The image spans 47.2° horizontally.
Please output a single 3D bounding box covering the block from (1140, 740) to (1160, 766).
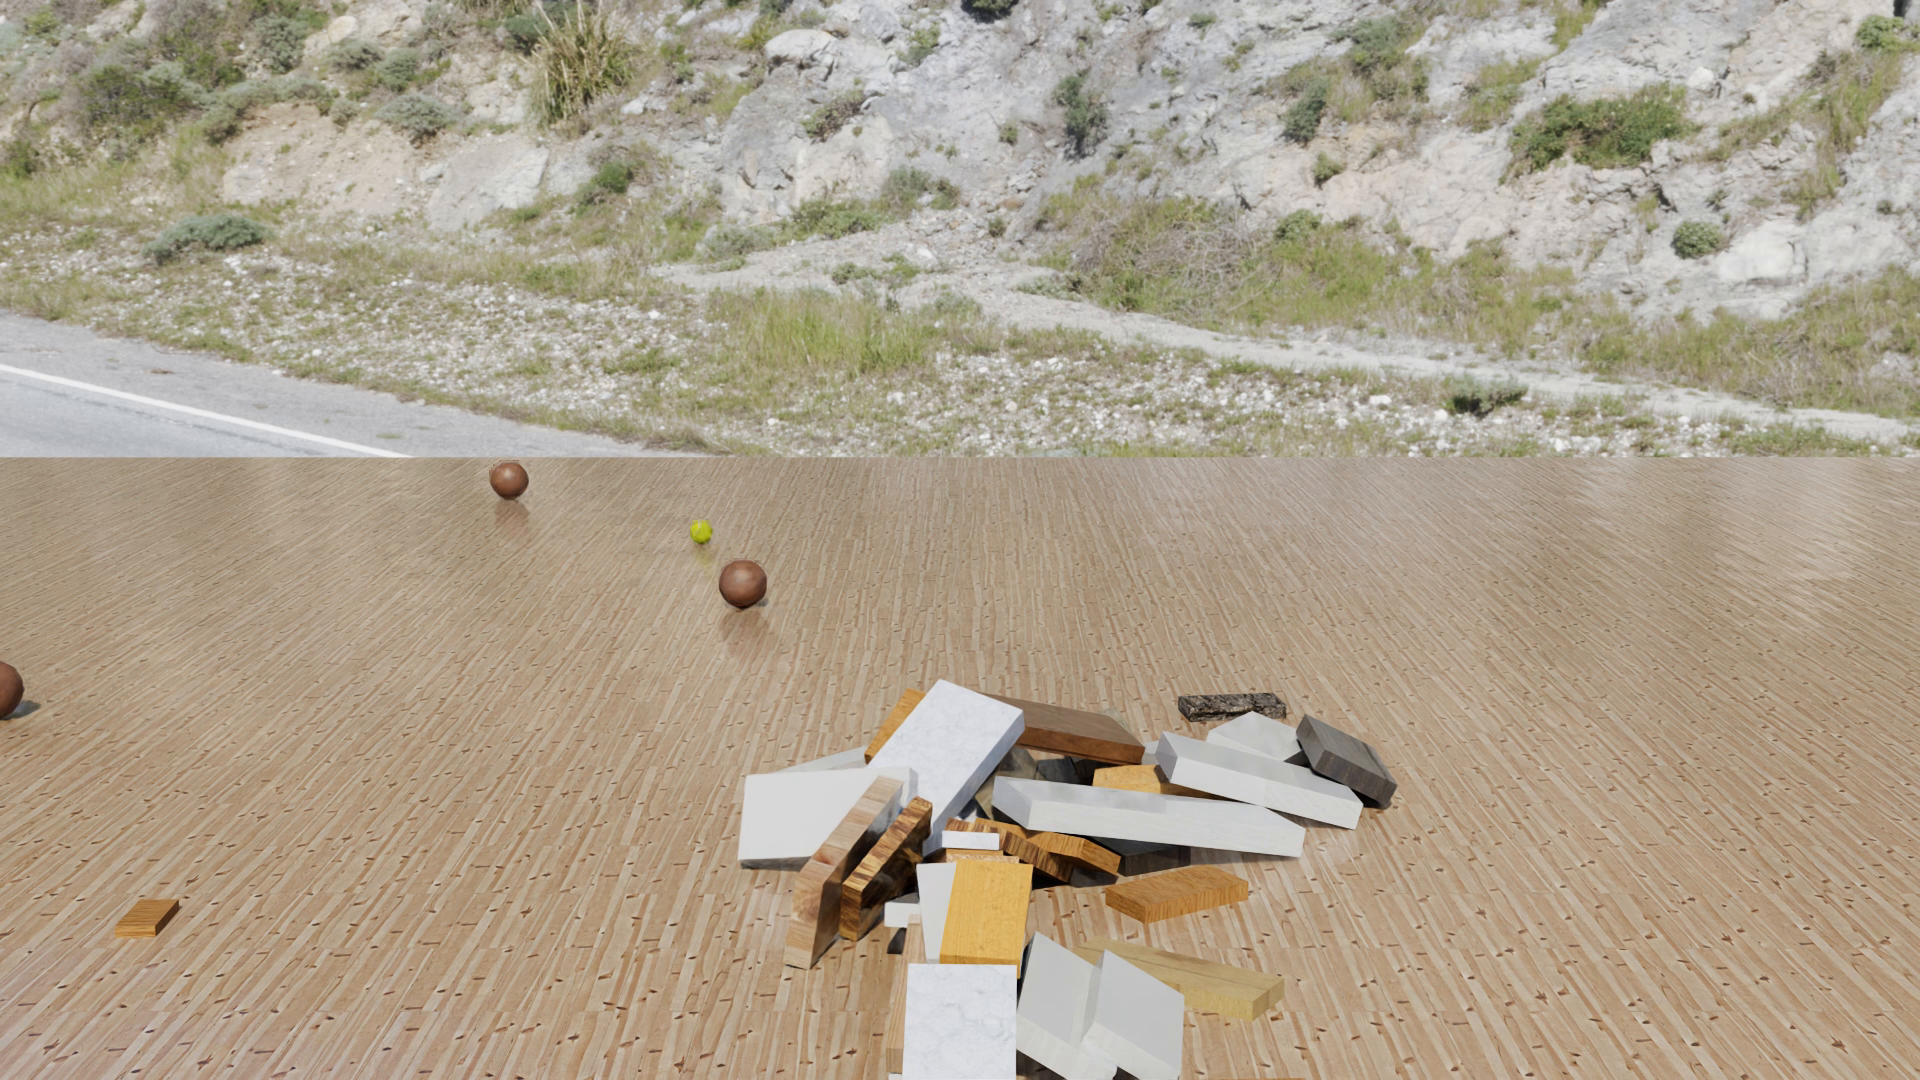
[{"bbox_3d":[0.414,0.429,4.359,0.109,0.031,0.218,-6,3,-30],"label":"block"}]

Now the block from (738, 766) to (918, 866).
[{"bbox_3d":[-0.226,0.474,3.767,0.304,0.152,0.043,-5,-26,19],"label":"block"}]

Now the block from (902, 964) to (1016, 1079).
[{"bbox_3d":[0.000,0.663,2.773,0.141,0.040,0.283,1,42,2],"label":"block"}]

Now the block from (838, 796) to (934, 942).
[{"bbox_3d":[-0.117,0.522,3.500,0.033,0.115,0.230,22,40,19],"label":"block"}]

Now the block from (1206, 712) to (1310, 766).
[{"bbox_3d":[0.599,0.405,4.338,0.153,0.043,0.306,22,11,20],"label":"block"}]

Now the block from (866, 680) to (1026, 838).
[{"bbox_3d":[-0.054,0.404,3.877,0.177,0.050,0.355,19,48,28],"label":"block"}]

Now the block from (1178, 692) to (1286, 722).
[{"bbox_3d":[0.593,0.365,4.799,0.214,0.030,0.107,-2,11,-8],"label":"block"}]

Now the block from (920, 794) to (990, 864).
[{"bbox_3d":[-0.014,0.488,3.943,0.140,0.040,0.281,-1,23,-2],"label":"block"}]

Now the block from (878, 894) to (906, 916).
[{"bbox_3d":[-0.147,0.591,3.612,0.130,0.018,0.065,6,12,30],"label":"block"}]

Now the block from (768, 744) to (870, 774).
[{"bbox_3d":[-0.208,0.440,4.429,0.063,0.018,0.470,10,14,42],"label":"block"}]

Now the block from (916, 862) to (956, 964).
[{"bbox_3d":[-0.001,0.521,3.037,0.107,0.030,0.213,-2,28,-4],"label":"block"}]

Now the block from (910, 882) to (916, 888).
[{"bbox_3d":[-0.124,0.559,3.706,0.064,0.018,0.128,-23,25,-23],"label":"block"}]

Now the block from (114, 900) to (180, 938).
[{"bbox_3d":[-1.304,0.607,3.530,0.063,0.018,0.125,-1,11,-3],"label":"block"}]

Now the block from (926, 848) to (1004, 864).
[{"bbox_3d":[0.006,0.508,3.465,0.089,0.025,0.178,4,-14,-10],"label":"block"}]

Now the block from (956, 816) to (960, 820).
[{"bbox_3d":[-0.008,0.525,3.791,0.064,0.018,0.128,-18,42,-22],"label":"block"}]

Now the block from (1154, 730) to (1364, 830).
[{"bbox_3d":[0.549,0.443,4.064,0.355,0.050,0.177,15,9,-7],"label":"block"}]

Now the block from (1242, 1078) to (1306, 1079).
[{"bbox_3d":[0.320,0.732,2.799,0.265,0.037,0.132,0,11,-2],"label":"block"}]

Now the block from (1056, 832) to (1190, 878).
[{"bbox_3d":[0.280,0.530,3.891,0.132,0.037,0.264,-5,12,-27],"label":"block"}]

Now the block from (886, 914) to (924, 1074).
[{"bbox_3d":[-0.013,0.607,2.947,0.141,0.040,0.283,3,28,4],"label":"block"}]

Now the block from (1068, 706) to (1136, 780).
[{"bbox_3d":[0.279,0.407,4.438,0.132,0.037,0.264,-20,12,-1],"label":"block"}]

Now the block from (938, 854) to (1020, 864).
[{"bbox_3d":[0.017,0.517,3.384,0.107,0.030,0.356,3,-14,-5],"label":"block"}]

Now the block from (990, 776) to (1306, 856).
[{"bbox_3d":[0.327,0.480,3.819,0.518,0.050,0.177,9,4,-20],"label":"block"}]

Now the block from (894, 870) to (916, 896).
[{"bbox_3d":[-0.144,0.561,3.645,0.130,0.018,0.065,4,19,26],"label":"block"}]

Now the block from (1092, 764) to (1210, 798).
[{"bbox_3d":[0.363,0.457,4.154,0.218,0.031,0.109,-3,13,7],"label":"block"}]

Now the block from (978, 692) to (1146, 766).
[{"bbox_3d":[0.187,0.364,4.212,0.306,0.043,0.153,12,14,-28],"label":"block"}]

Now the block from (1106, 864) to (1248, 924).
[{"bbox_3d":[0.358,0.582,3.626,0.214,0.030,0.107,-7,12,-32],"label":"block"}]

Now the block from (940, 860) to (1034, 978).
[{"bbox_3d":[0.038,0.512,2.989,0.107,0.030,0.213,4,28,5],"label":"block"}]

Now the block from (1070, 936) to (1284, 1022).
[{"bbox_3d":[0.314,0.649,3.267,0.317,0.030,0.107,7,12,32],"label":"block"}]

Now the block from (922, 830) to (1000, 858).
[{"bbox_3d":[0.000,0.482,3.465,0.089,0.025,0.178,4,-14,-10],"label":"block"}]

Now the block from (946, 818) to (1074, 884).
[{"bbox_3d":[0.083,0.518,3.657,0.115,0.033,0.239,7,-17,34],"label":"block"}]

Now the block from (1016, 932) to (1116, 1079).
[{"bbox_3d":[0.146,0.650,3.035,0.152,0.043,0.304,31,12,0],"label":"block"}]

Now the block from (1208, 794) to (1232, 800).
[{"bbox_3d":[0.494,0.469,4.235,0.218,0.031,0.109,-5,11,-24],"label":"block"}]

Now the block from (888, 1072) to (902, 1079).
[{"bbox_3d":[-0.026,0.686,2.884,0.124,0.035,0.247,1,25,4],"label":"block"}]

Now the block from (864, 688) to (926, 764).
[{"bbox_3d":[-0.094,0.348,4.003,0.088,0.025,0.176,14,46,22],"label":"block"}]

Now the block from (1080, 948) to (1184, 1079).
[{"bbox_3d":[0.240,0.659,3.028,0.132,0.037,0.265,31,12,1],"label":"block"}]

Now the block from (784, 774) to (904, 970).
[{"bbox_3d":[-0.181,0.520,3.484,0.043,0.152,0.383,15,21,13],"label":"block"}]

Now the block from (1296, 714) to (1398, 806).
[{"bbox_3d":[0.744,0.421,4.251,0.153,0.043,0.306,26,8,-2],"label":"block"}]

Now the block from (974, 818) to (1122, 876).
[{"bbox_3d":[0.145,0.518,3.723,0.230,0.033,0.115,5,-18,40],"label":"block"}]

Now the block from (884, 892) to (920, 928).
[{"bbox_3d":[-0.032,0.580,3.438,0.126,0.036,0.253,2,-5,9],"label":"block"}]

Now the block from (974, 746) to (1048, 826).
[{"bbox_3d":[0.099,0.457,4.029,0.037,0.132,0.387,-34,5,11],"label":"block"}]
